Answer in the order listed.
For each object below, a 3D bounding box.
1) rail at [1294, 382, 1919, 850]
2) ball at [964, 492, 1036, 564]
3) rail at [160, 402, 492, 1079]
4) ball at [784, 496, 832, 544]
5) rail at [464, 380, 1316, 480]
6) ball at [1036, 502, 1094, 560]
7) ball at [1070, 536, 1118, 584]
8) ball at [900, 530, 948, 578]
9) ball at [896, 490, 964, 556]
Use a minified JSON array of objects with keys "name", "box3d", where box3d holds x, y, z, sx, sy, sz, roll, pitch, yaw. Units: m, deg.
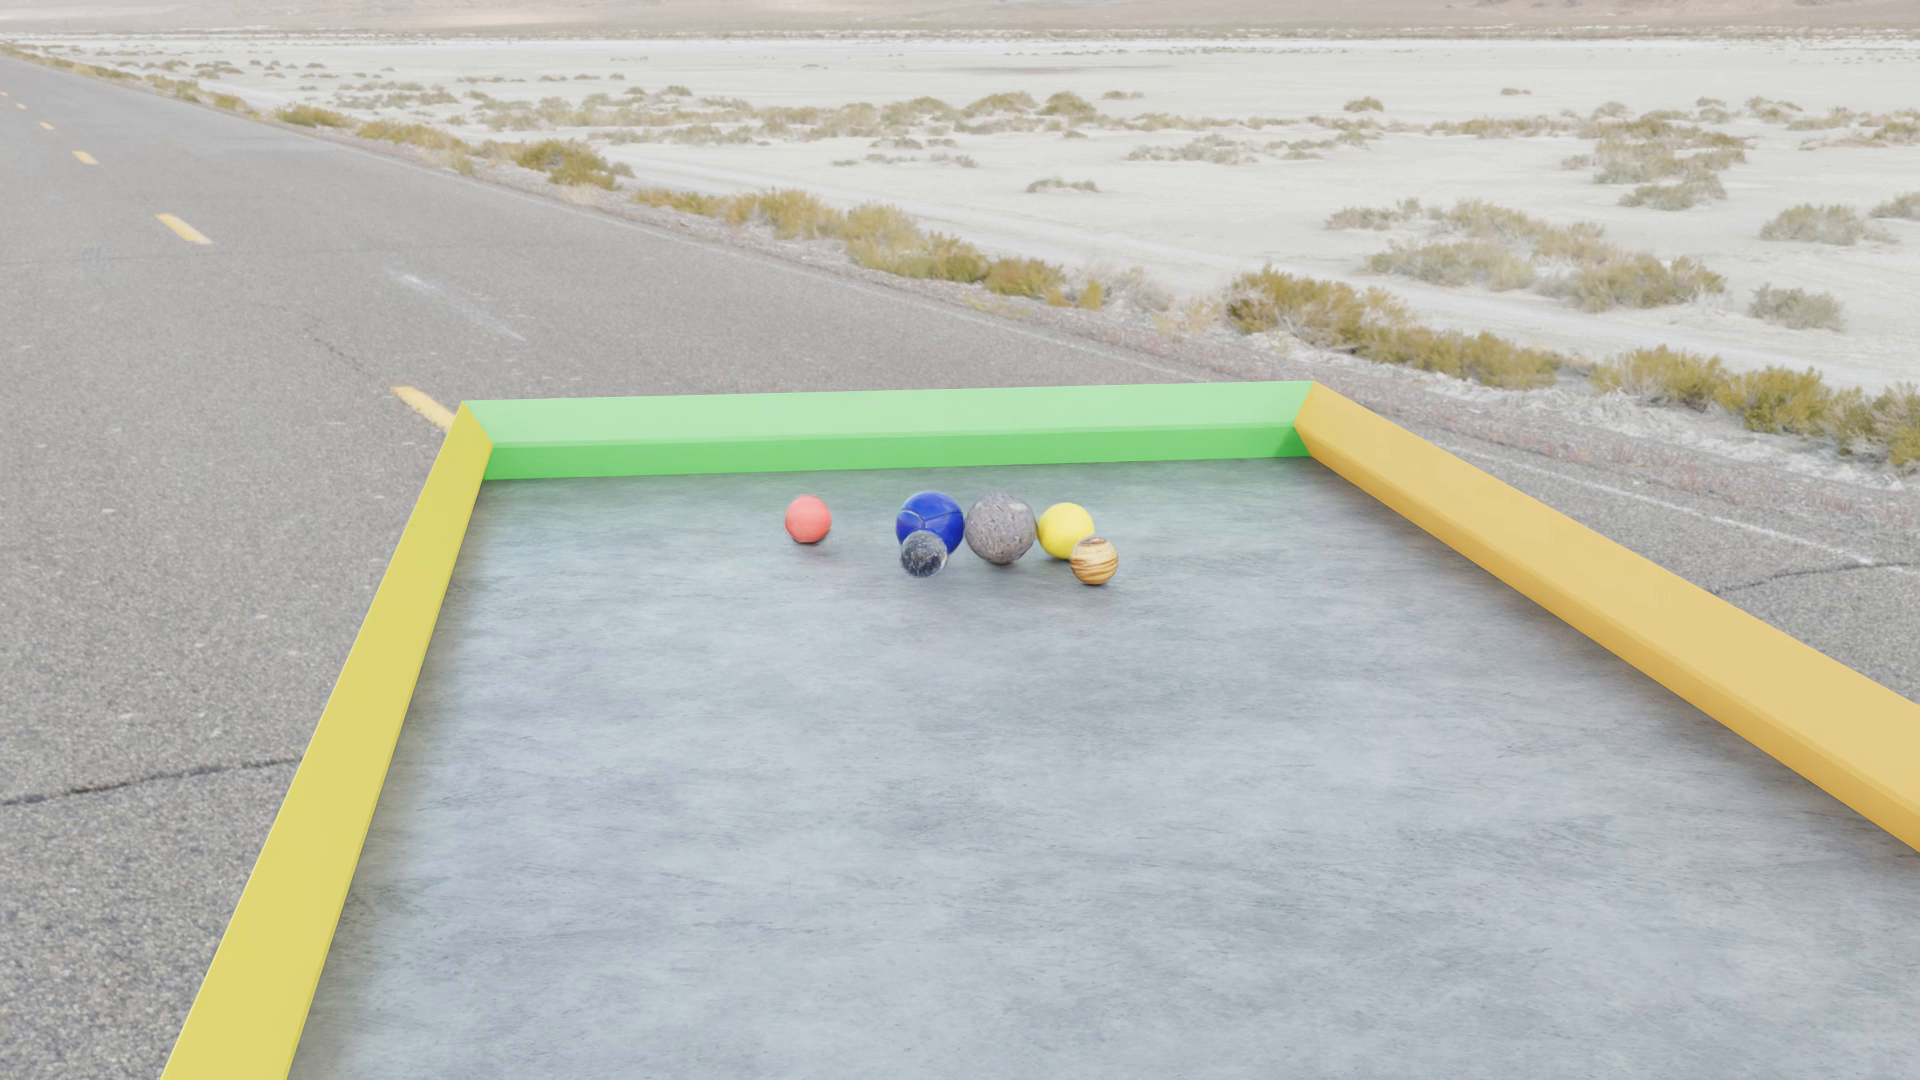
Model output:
[{"name":"rail","box3d":[0.725,0.106,2.242,0.045,0.120,2.605,-2,14,-8]},{"name":"ball","box3d":[0.052,-0.016,2.815,0.092,0.092,0.092,0,13,0]},{"name":"rail","box3d":[-0.539,0.148,2.065,0.045,0.120,2.605,-2,14,-8]},{"name":"ball","box3d":[-0.203,-0.027,2.928,0.063,0.063,0.063,0,13,0]},{"name":"rail","box3d":[-0.089,-0.167,3.384,1.325,0.120,0.045,-2,14,-8]},{"name":"ball","box3d":[0.136,-0.011,2.838,0.074,0.074,0.074,0,13,0]},{"name":"ball","box3d":[0.165,0.025,2.714,0.060,0.060,0.060,0,13,0]},{"name":"ball","box3d":[-0.046,0.017,2.750,0.059,0.059,0.059,0,13,0]},{"name":"ball","box3d":[-0.038,-0.018,2.831,0.090,0.090,0.090,0,13,0]}]
